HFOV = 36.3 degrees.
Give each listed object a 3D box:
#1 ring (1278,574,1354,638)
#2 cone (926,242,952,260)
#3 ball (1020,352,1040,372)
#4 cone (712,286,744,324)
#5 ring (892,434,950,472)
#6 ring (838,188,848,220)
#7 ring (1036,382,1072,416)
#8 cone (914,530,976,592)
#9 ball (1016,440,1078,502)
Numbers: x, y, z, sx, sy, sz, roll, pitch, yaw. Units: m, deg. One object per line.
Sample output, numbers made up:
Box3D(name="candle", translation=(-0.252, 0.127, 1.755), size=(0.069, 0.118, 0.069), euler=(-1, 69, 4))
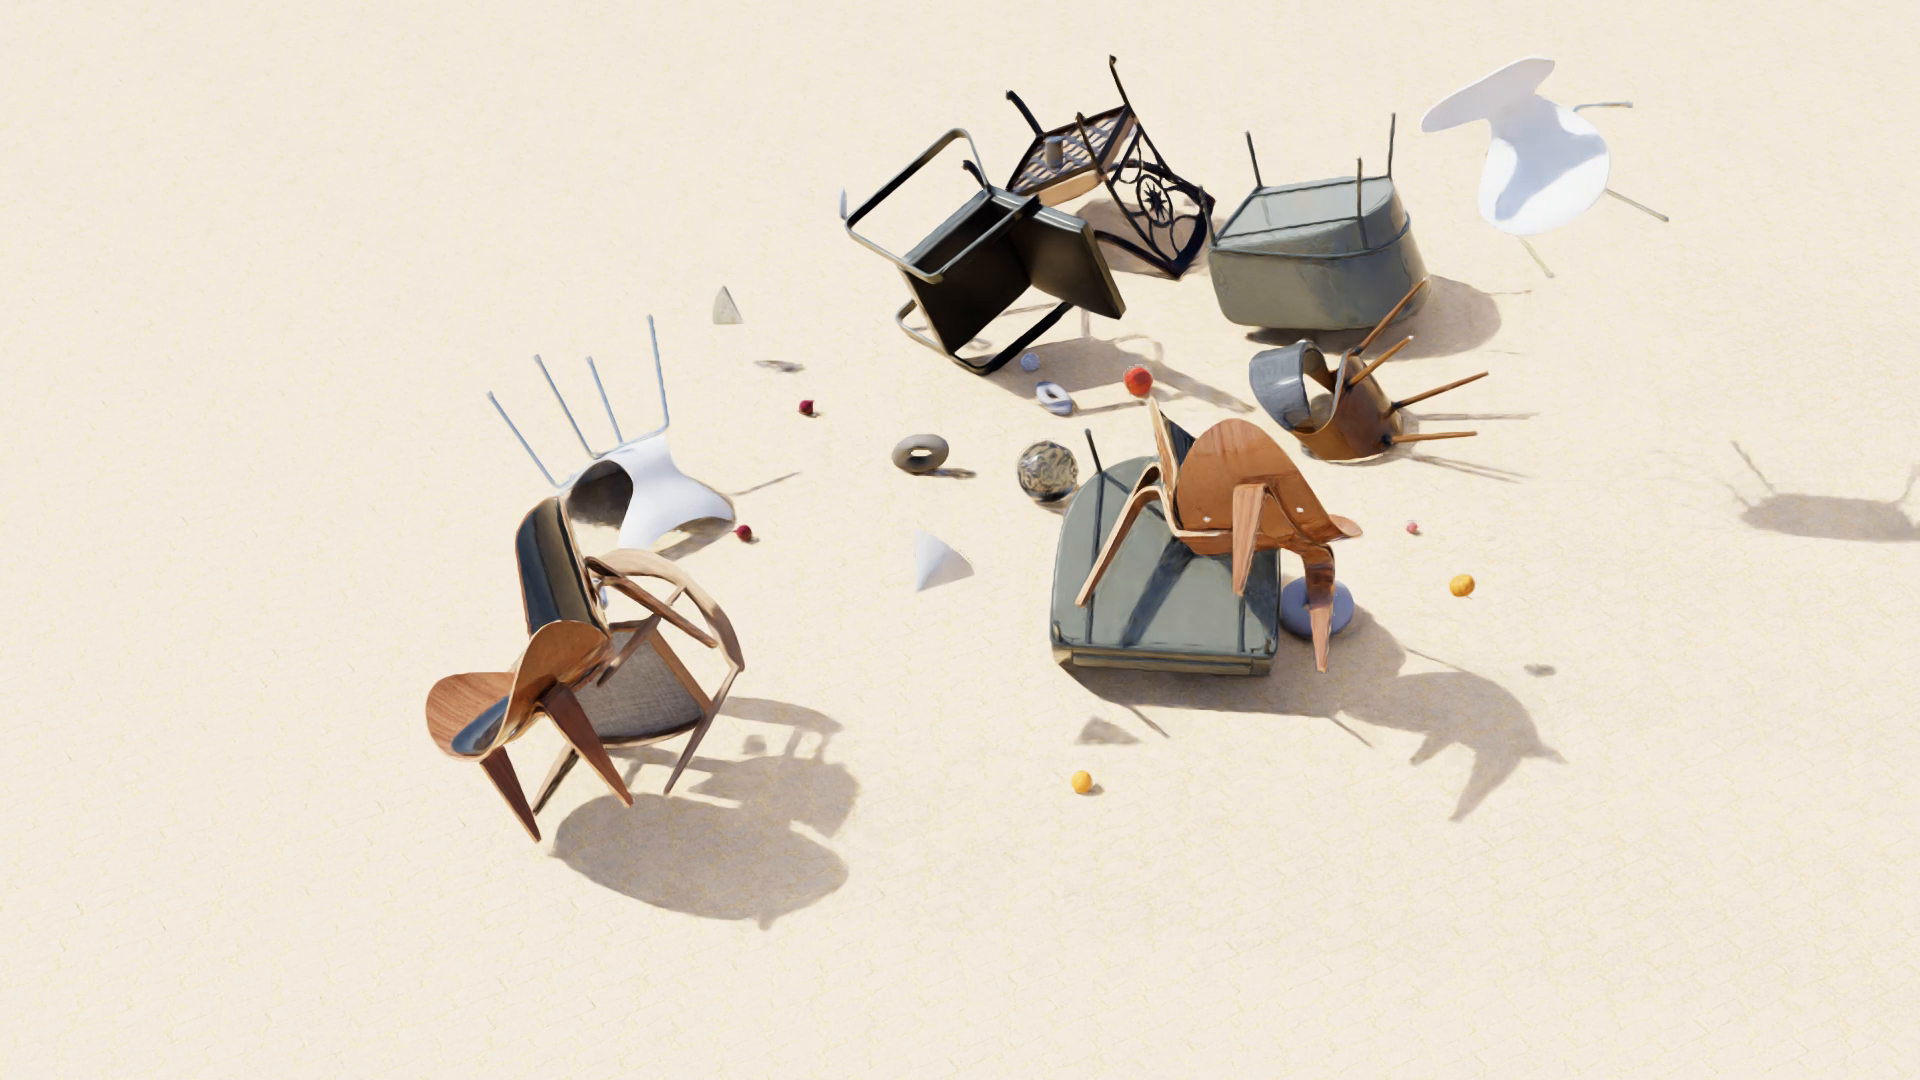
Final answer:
Box3D(name="ring", translation=(1.270, 0.237, 10.470), size=(0.272, 0.085, 0.352), euler=(-18, 32, -1))
Box3D(name="cone", translation=(-0.089, -1.258, 12.823), size=(0.122, 0.047, 0.077), euler=(-24, 74, 6))
Box3D(name="ball", translation=(0.287, -0.725, 11.972), size=(0.080, 0.080, 0.080), euler=(0, 33, 0))
Box3D(name="cone", translation=(-0.923, -0.914, 11.888), size=(0.144, 0.198, 0.084), euler=(37, 47, 24))
Box3D(name="ring", translation=(-0.152, -0.335, 11.306), size=(0.235, 0.155, 0.077), euler=(-12, 32, 18))
Box3D(name="ring", translation=(-0.476, -1.363, 11.915), size=(0.028, 0.149, 0.120), euler=(0, 61, 2))
Box3D(name="ring", translation=(0.377, -0.570, 11.769), size=(0.119, 0.045, 0.257), euler=(-13, 35, -17))
Box3D(name="cone", translation=(-0.096, 0.108, 9.654), size=(0.170, 0.252, 0.208), euler=(-55, 16, -14))
Box3D(name="ball", translation=(0.332, -0.259, 11.123), size=(0.236, 0.236, 0.236), euler=(0, 33, 0))
